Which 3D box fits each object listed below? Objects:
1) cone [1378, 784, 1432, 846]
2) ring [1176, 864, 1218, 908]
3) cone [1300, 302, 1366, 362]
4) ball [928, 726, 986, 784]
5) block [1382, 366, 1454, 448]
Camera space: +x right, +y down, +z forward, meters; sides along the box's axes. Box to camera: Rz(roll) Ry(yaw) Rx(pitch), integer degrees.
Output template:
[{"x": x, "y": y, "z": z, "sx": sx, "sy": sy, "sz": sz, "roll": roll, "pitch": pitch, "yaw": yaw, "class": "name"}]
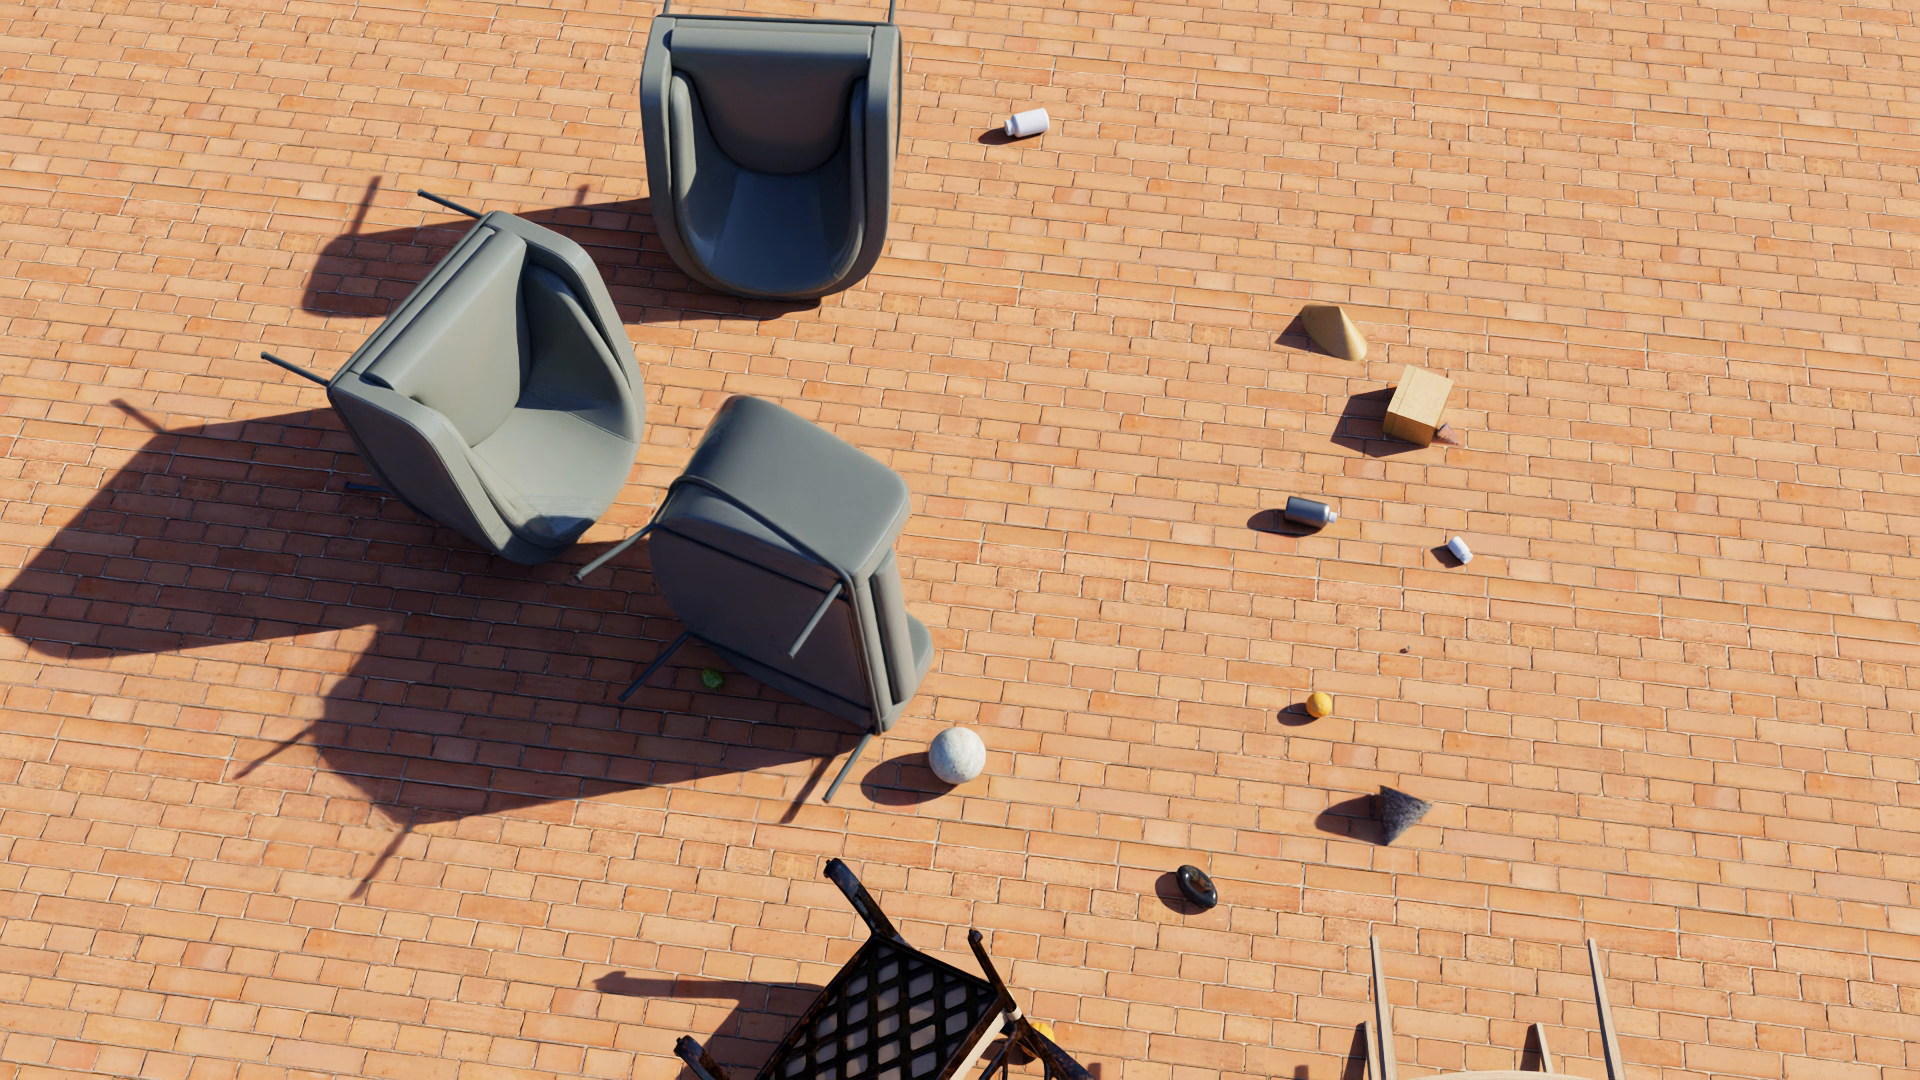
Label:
[{"x": 1.193, "y": 0.769, "z": 6.018, "sx": 0.159, "sy": 0.147, "sz": 0.151, "roll": 23, "pitch": 85, "yaw": -10, "class": "cone"}, {"x": 0.638, "y": 0.934, "z": 5.920, "sx": 0.083, "sy": 0.046, "sz": 0.145, "roll": -31, "pitch": 63, "yaw": -21, "class": "ring"}, {"x": 1.193, "y": -0.700, "z": 6.968, "sx": 0.151, "sy": 0.126, "sz": 0.273, "roll": -30, "pitch": 61, "yaw": -19, "class": "cone"}, {"x": -0.008, "y": 0.596, "z": 6.079, "sx": 0.159, "sy": 0.159, "sz": 0.159, "roll": 0, "pitch": 56, "yaw": 0, "class": "ball"}, {"x": 1.413, "y": -0.414, "z": 6.788, "sx": 0.151, "sy": 0.106, "sz": 0.196, "roll": 21, "pitch": 59, "yaw": 13, "class": "block"}]
